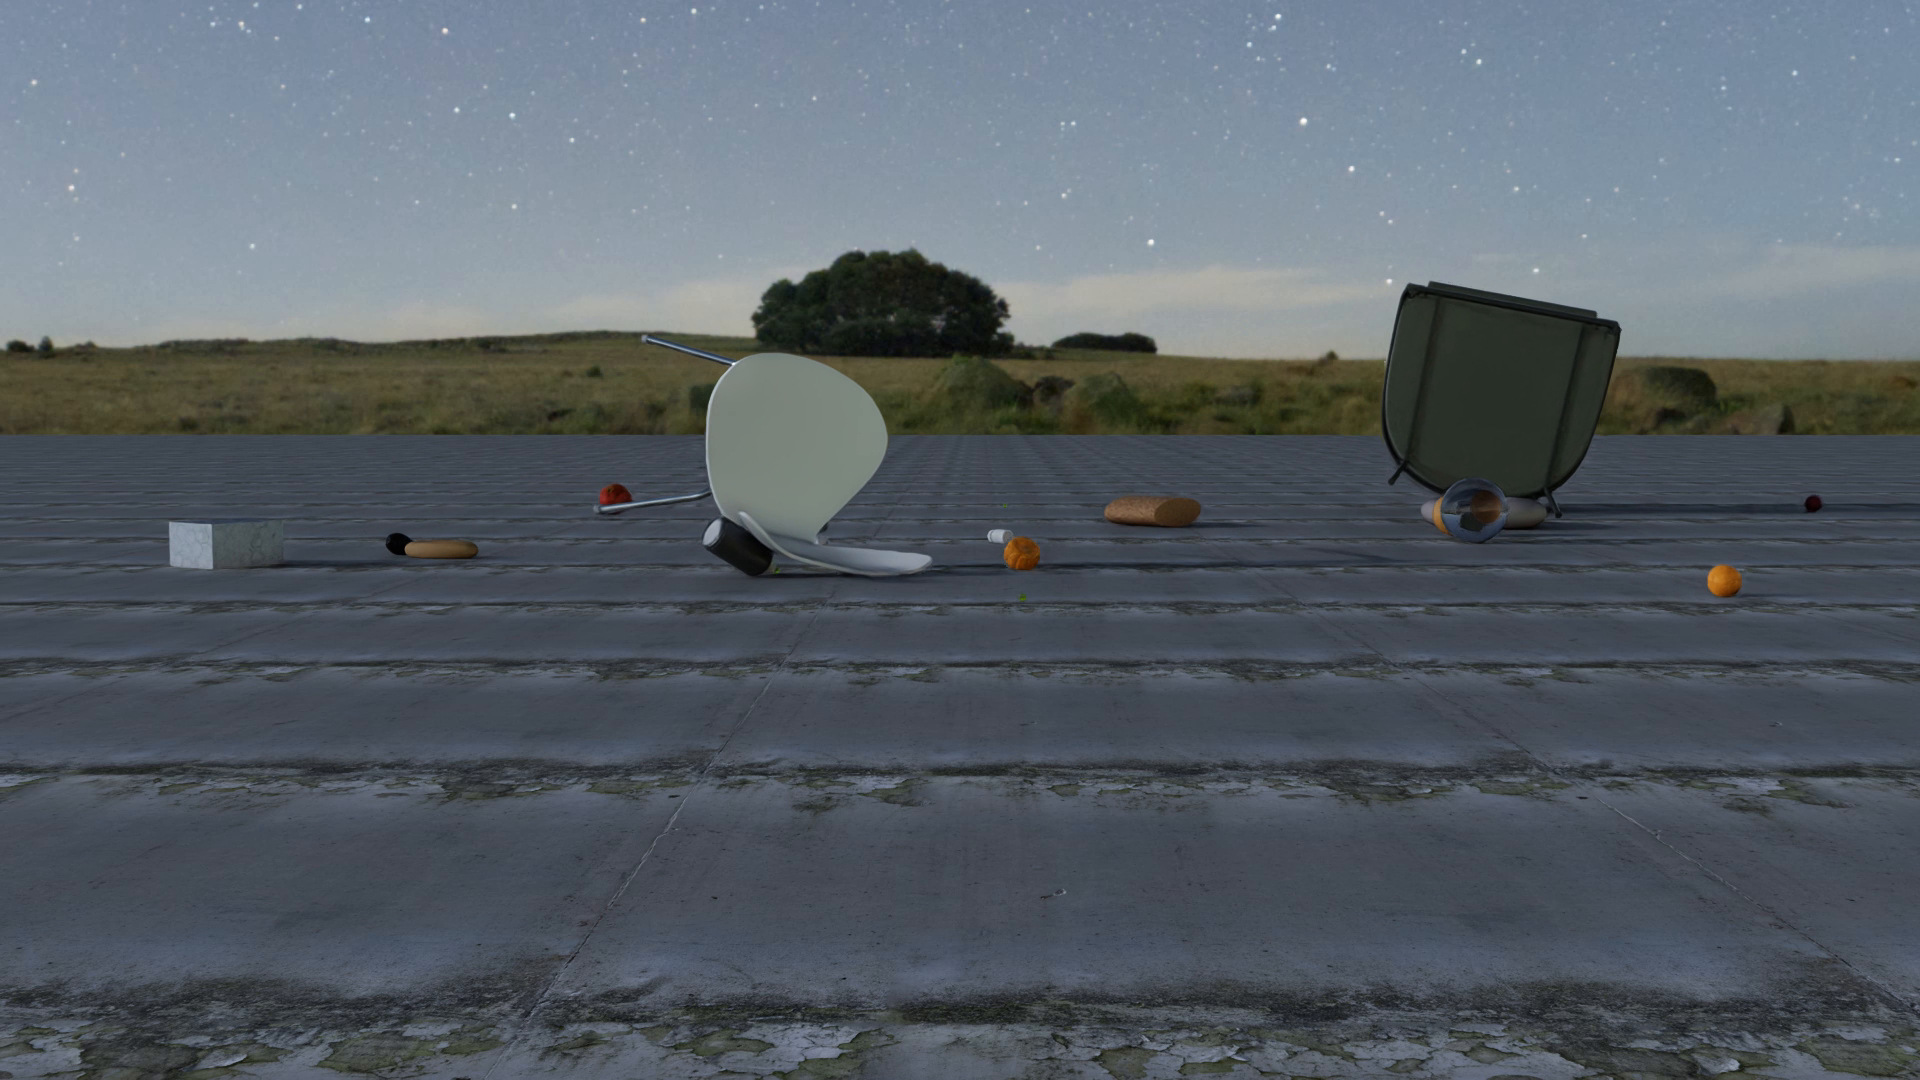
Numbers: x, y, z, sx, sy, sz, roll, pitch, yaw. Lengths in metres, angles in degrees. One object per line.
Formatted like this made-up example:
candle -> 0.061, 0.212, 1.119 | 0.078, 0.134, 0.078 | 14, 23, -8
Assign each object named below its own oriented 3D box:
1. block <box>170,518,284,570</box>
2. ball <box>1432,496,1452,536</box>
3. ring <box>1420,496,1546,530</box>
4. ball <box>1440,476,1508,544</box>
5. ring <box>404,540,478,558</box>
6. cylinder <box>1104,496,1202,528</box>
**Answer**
block -> -1.872, 0.008, 5.614 | 0.173, 0.112, 0.213 | 3, 5, 35
ball -> 1.510, -0.078, 6.716 | 0.133, 0.133, 0.133 | 0, 4, 0
ring -> 1.714, -0.091, 7.211 | 0.354, 0.092, 0.490 | -2, 4, -22
ball -> 1.499, -0.087, 6.412 | 0.193, 0.193, 0.193 | 0, 4, 0
ring -> -1.380, 0.026, 5.850 | 0.221, 0.045, 0.089 | 1, 5, 19
cylinder -> 0.634, -0.095, 7.237 | 0.235, 0.094, 0.217 | -9, 9, -43
